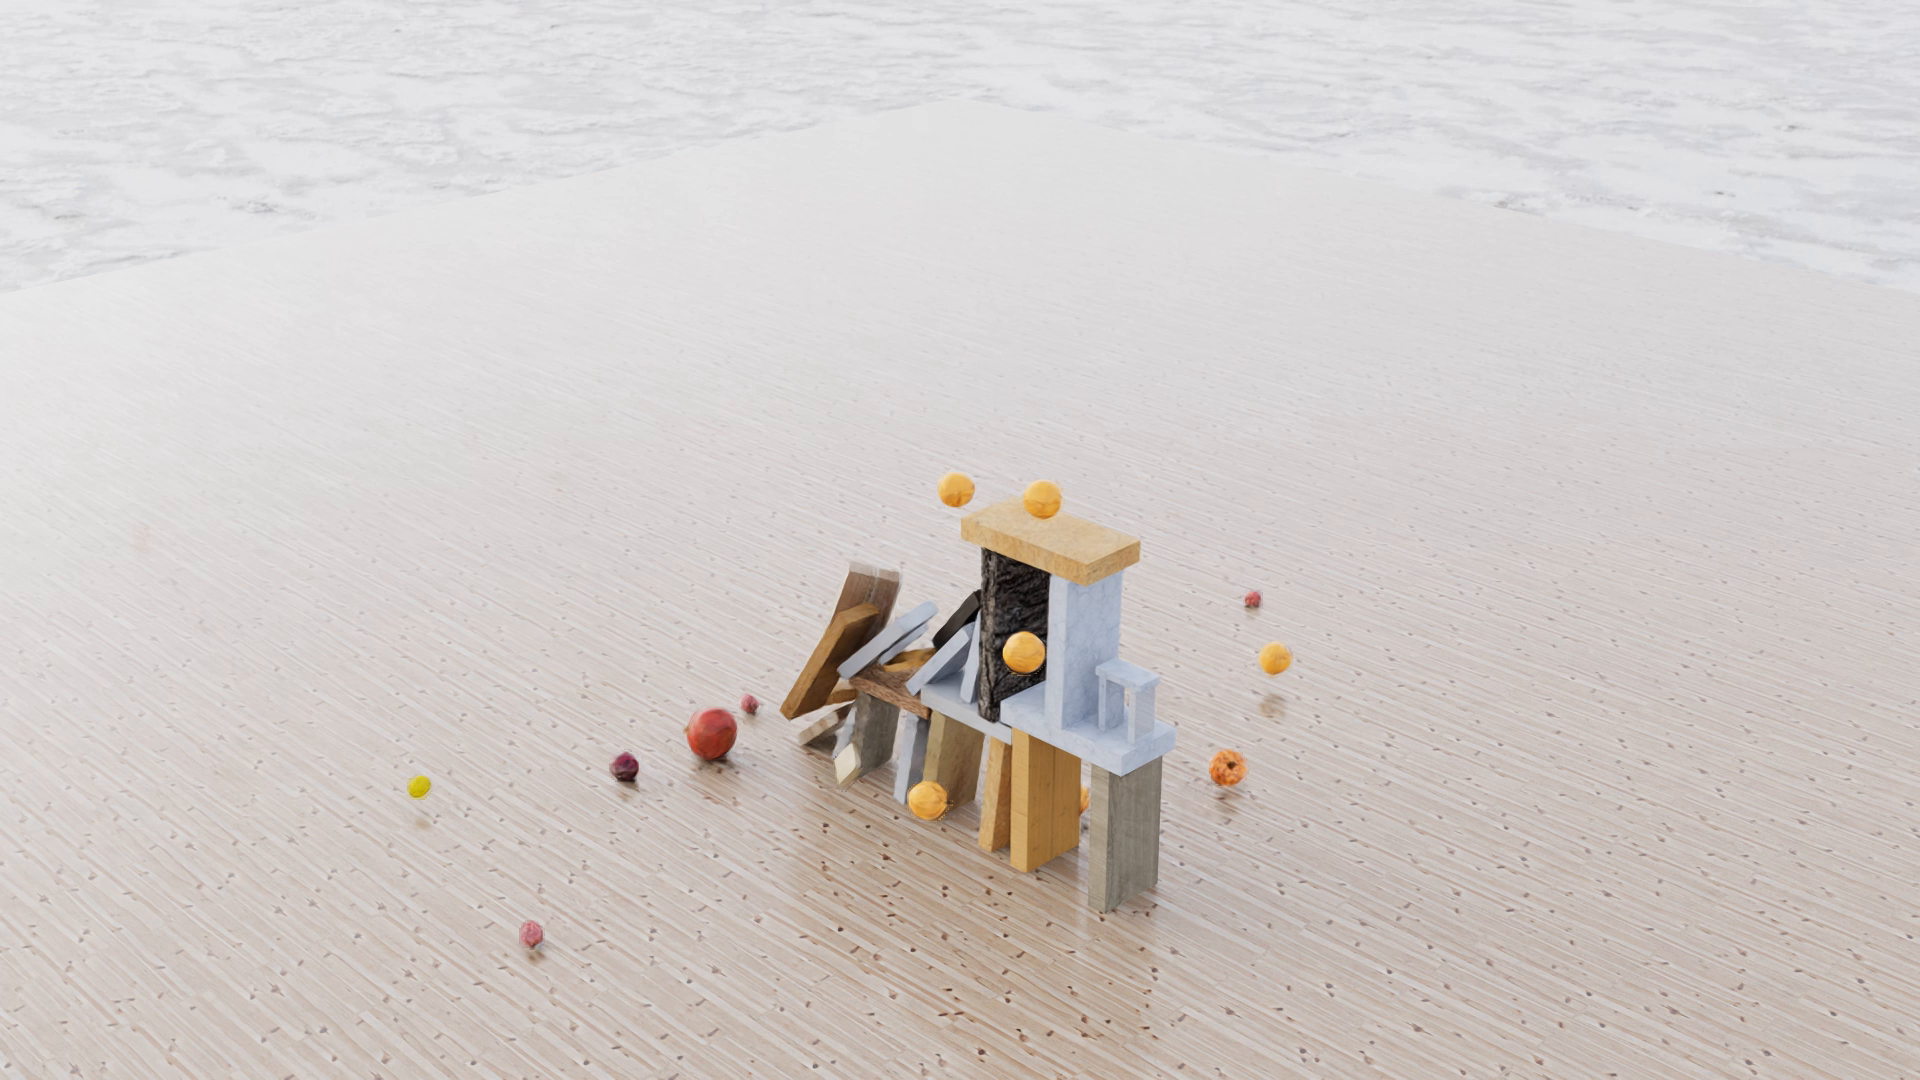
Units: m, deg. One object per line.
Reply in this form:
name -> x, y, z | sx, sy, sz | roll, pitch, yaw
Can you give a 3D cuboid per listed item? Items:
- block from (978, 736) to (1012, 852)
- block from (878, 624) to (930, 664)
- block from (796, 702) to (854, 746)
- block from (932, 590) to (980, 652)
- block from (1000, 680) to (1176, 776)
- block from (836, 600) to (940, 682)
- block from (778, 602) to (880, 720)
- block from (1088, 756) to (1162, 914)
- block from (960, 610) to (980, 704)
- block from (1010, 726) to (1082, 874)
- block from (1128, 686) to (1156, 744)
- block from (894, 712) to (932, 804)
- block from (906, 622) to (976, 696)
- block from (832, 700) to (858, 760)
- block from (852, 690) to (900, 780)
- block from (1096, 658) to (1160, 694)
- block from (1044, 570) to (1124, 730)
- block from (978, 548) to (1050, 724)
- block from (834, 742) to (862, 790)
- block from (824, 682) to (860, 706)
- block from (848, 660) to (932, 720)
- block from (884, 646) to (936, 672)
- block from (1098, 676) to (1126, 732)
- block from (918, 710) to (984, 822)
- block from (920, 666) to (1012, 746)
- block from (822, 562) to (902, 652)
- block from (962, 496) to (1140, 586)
block -> 0.105, 0.477, 4.307 | 0.128, 0.256, 0.036 | -21, 38, -40
block -> -0.113, 0.209, 4.405 | 0.108, 0.015, 0.054 | -38, -3, 22
block -> -0.267, 0.386, 4.679 | 0.090, 0.025, 0.179 | -20, -10, -38
block -> 0.032, 0.150, 4.286 | 0.104, 0.207, 0.029 | -15, 69, -33
block -> 0.238, 0.345, 4.115 | 0.303, 0.043, 0.152 | 21, 31, 41
block -> -0.146, 0.202, 4.408 | 0.112, 0.032, 0.223 | -31, -7, -47
block -> -0.265, 0.246, 4.453 | 0.032, 0.269, 0.112 | 42, 29, 19
block -> 0.309, 0.533, 4.117 | 0.152, 0.303, 0.043 | -21, 31, -41
block -> 0.064, 0.212, 4.241 | 0.103, 0.207, 0.029 | -20, 45, -39
block -> 0.167, 0.477, 4.248 | 0.043, 0.303, 0.152 | 21, 31, 40
block -> 0.331, 0.313, 3.999 | 0.015, 0.108, 0.054 | 21, 31, 41
block -> -0.071, 0.425, 4.476 | 0.110, 0.220, 0.031 | -21, 43, -41
block -> -0.008, 0.224, 4.320 | 0.104, 0.248, 0.029 | -21, 73, -39
block -> -0.206, 0.389, 4.622 | 0.025, 0.179, 0.090 | 43, 42, 24
block -> -0.175, 0.384, 4.567 | 0.031, 0.220, 0.110 | 31, 38, 28
block -> 0.305, 0.246, 3.999 | 0.108, 0.015, 0.054 | 21, 31, 40
block -> 0.228, 0.184, 4.051 | 0.043, 0.303, 0.152 | 23, 32, 40
block -> 0.109, 0.161, 4.169 | 0.152, 0.358, 0.043 | -18, 30, -37
block -> -0.222, 0.447, 4.370 | 0.015, 0.054, 0.108 | 37, 12, -19
block -> -0.250, 0.320, 4.611 | 0.179, 0.025, 0.090 | -15, 6, 41
block -> -0.111, 0.294, 4.456 | 0.220, 0.031, 0.110 | 20, 32, 38
block -> -0.097, 0.238, 4.382 | 0.108, 0.015, 0.054 | -14, 19, 45
block -> 0.280, 0.293, 4.046 | 0.015, 0.108, 0.054 | 21, 31, 41
block -> -0.012, 0.431, 4.414 | 0.128, 0.256, 0.036 | -21, 41, -41
block -> 0.057, 0.323, 4.292 | 0.256, 0.036, 0.128 | 21, 31, 41
block -> -0.202, 0.149, 4.490 | 0.112, 0.223, 0.032 | 14, 36, -11
block -> 0.165, -0.001, 4.040 | 0.303, 0.043, 0.152 | 21, 31, 39
